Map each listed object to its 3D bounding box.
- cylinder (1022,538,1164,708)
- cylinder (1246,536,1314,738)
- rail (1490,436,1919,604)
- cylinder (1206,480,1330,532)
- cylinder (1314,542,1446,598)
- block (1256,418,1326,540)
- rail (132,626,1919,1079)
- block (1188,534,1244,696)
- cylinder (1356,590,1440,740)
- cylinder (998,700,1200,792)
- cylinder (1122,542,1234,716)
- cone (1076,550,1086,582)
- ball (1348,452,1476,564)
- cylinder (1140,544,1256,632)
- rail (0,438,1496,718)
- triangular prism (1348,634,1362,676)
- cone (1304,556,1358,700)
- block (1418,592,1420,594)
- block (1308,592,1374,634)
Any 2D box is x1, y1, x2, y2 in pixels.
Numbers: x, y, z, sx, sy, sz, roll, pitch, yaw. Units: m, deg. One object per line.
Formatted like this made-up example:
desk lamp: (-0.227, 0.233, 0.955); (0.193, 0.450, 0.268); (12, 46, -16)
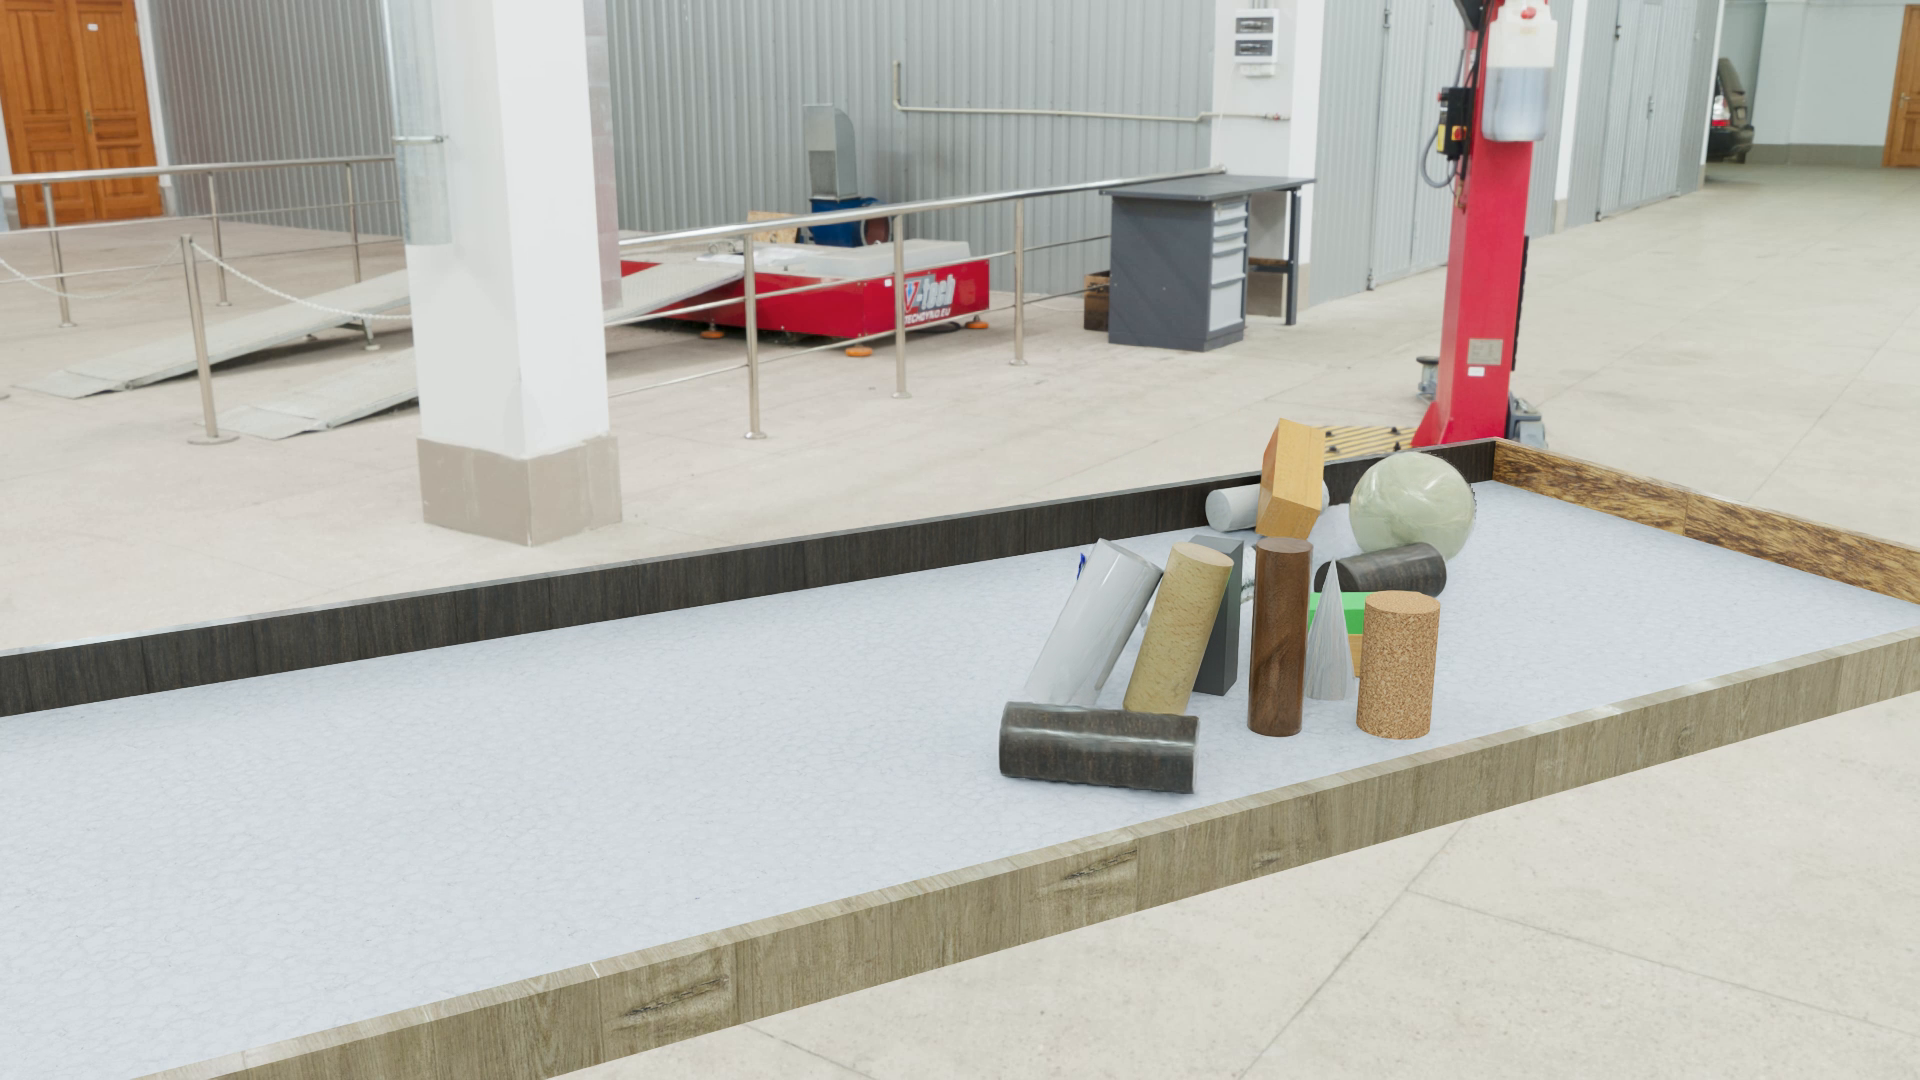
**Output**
cylinder: (0.312, 0.211, 3.873); (0.172, 0.396, 0.172); (26, 8, -4)
cylinder: (0.737, 0.224, 3.805); (0.128, 0.444, 0.128); (0, 16, 0)
rail: (2.466, -0.048, 5.253); (0.050, 0.150, 2.100); (-9, 18, -27)
cylinder: (1.030, -0.123, 5.523); (0.409, 0.140, 0.140); (-9, 18, -27)
cylinder: (1.189, 0.115, 4.663); (0.351, 0.169, 0.169); (-10, 19, -31)
block: (1.082, -0.192, 5.387); (0.159, 0.159, 0.439); (17, 40, 1)
rail: (-2.336, 1.006, 1.665); (12.000, 0.150, 0.050); (-9, 18, -27)
block: (0.617, 0.185, 4.074); (0.122, 0.367, 0.122); (7, 18, 24)
cylinder: (1.017, 0.289, 3.830); (0.168, 0.306, 0.168); (0, 16, 0)
cylinder: (0.302, 0.444, 3.560); (0.414, 0.161, 0.161); (4, 17, 12)
cylinder: (0.505, 0.221, 3.837); (0.146, 0.409, 0.146); (14, 16, -4)
cone: (0.297, 0.192, 4.049); (0.113, 0.363, 0.113); (0, 19, 0)
ball: (1.363, -0.081, 4.978); (0.368, 0.368, 0.368); (0, 16, 0)
cylinder: (0.658, 0.141, 4.438); (0.365, 0.137, 0.137); (-22, 20, -7)
rail: (-3.305, 0.497, 3.399); (12.000, 0.150, 0.050); (-9, 18, -27)
triangular prism: (0.965, 0.285, 4.210); (0.415, 0.094, 0.108); (1, 16, 3)
cone: (0.906, 0.201, 4.047); (0.161, 0.352, 0.161); (0, 16, 0)
block: (1.033, 0.208, 4.462); (0.448, 0.104, 0.104); (-1, 16, -2)
block: (1.017, 0.226, 4.339); (0.378, 0.139, 0.139); (-1, 16, -2)
